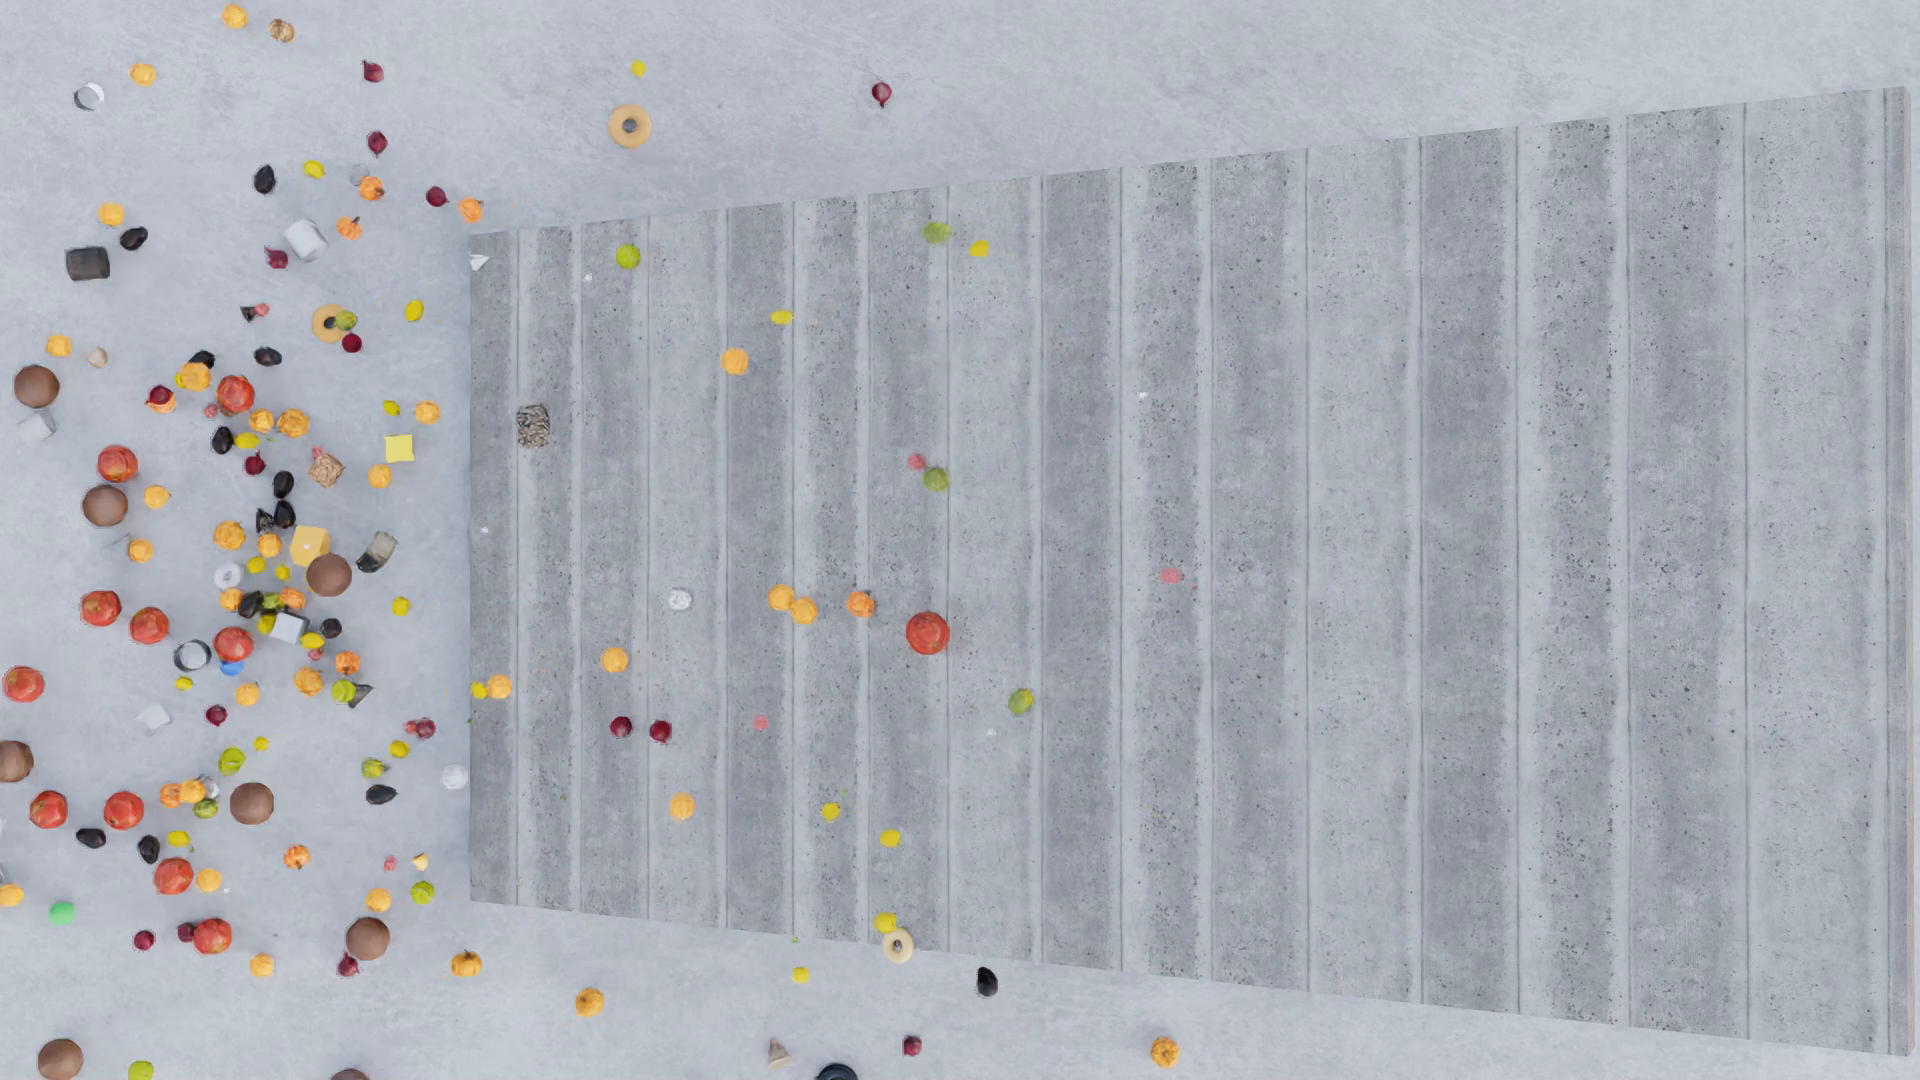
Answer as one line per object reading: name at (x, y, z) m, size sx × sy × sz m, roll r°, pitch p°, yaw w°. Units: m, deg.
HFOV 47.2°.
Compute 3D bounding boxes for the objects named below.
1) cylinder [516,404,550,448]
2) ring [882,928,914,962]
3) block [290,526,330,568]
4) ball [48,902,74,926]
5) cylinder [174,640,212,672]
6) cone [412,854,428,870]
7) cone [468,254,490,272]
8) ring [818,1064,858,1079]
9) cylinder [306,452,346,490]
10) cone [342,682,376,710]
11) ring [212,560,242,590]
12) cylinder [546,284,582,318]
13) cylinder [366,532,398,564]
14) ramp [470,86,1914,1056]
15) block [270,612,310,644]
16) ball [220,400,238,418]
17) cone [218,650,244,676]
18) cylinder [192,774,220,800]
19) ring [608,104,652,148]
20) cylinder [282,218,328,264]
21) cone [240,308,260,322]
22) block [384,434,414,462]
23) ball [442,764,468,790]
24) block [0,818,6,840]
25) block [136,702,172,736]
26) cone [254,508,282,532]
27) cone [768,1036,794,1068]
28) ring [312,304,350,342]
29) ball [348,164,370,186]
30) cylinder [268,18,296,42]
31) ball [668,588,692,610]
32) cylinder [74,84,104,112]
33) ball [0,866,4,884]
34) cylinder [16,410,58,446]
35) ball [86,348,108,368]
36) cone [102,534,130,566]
cylinder at (-1.235, -0.329, 6.363) m, size 0.093 × 0.093 × 0.093 m, roll -12°, pitch 50°, yaw 0°
ring at (-0.163, 1.066, 5.785) m, size 0.094 × 0.031 × 0.094 m, roll 0°, pitch 91°, yaw 32°
block at (-1.959, 0.020, 6.632) m, size 0.087 × 0.087 × 0.087 m, roll 7°, pitch 56°, yaw 0°
ball at (-2.716, 1.130, 6.647) m, size 0.070 × 0.070 × 0.070 m, roll 0°, pitch 89°, yaw 0°
cylinder at (-2.312, 0.349, 6.622) m, size 0.088 × 0.088 × 0.088 m, roll 10°, pitch 74°, yaw -35°
cone at (-1.640, 0.968, 6.636) m, size 0.050 × 0.050 × 0.050 m, roll -6°, pitch 74°, yaw 23°
cone at (-1.428, -0.839, 6.570) m, size 0.057 × 0.057 × 0.057 m, roll -18°, pitch 89°, yaw 7°
ring at (-0.370, 1.650, 6.656) m, size 0.131 × 0.044 × 0.131 m, roll 0°, pitch 90°, yaw 1°
cylinder at (-1.915, -0.209, 6.643) m, size 0.082 × 0.082 × 0.082 m, roll 37°, pitch 90°, yaw 0°
cone at (-1.806, 0.456, 6.643) m, size 0.086 × 0.086 × 0.086 m, roll -19°, pitch 89°, yaw 2°
ring at (-2.203, 0.106, 6.617) m, size 0.031 × 0.094 × 0.094 m, roll 34°, pitch 89°, yaw 37°
cylinder at (-1.145, -0.698, 6.411) m, size 0.096 × 0.096 × 0.096 m, roll 0°, pitch 94°, yaw 5°
cylinder at (-1.734, 0.022, 6.596) m, size 0.069 × 0.069 × 0.069 m, roll 26°, pitch 65°, yaw 0°
ramp at (0.265, 0.073, 5.611) m, size 4.000 × 0.100 × 2.000 m, roll 0°, pitch 89°, yaw 31°
block at (-2.024, 0.265, 6.651) m, size 0.077 × 0.077 × 0.077 m, roll 20°, pitch 90°, yaw 0°
ball at (-2.216, -0.398, 6.668) m, size 0.056 × 0.056 × 0.056 m, roll 0°, pitch 89°, yaw 0°
cone at (-2.216, 0.375, 6.650) m, size 0.077 × 0.077 × 0.077 m, roll 0°, pitch 89°, yaw 0°
cylinder at (-2.281, 0.749, 6.655) m, size 0.060 × 0.060 × 0.060 m, roll 19°, pitch 90°, yaw 1°
ring at (-1.003, -1.257, 6.679) m, size 0.134 × 0.045 × 0.134 m, roll 0°, pitch 95°, yaw -5°
cylinder at (-1.979, -0.905, 6.652) m, size 0.097 × 0.097 × 0.097 m, roll -37°, pitch 89°, yaw 0°
cone at (-2.150, -0.696, 6.687) m, size 0.053 × 0.053 × 0.053 m, roll -33°, pitch 90°, yaw -27°
block at (-1.694, -0.278, 6.641) m, size 0.077 × 0.077 × 0.077 m, roll -5°, pitch 96°, yaw -13°
ball at (-1.510, 0.708, 6.580) m, size 0.075 × 0.075 × 0.075 m, roll 0°, pitch 89°, yaw 0°
block at (-2.955, 0.880, 6.638) m, size 0.093 × 0.093 × 0.093 m, roll 14°, pitch 89°, yaw 0°
block at (-2.433, 0.540, 6.631) m, size 0.066 × 0.066 × 0.066 m, roll 52°, pitch 53°, yaw -4°
cone at (-2.094, -0.055, 6.676) m, size 0.076 × 0.076 × 0.076 m, roll 7°, pitch 89°, yaw -27°
cone at (-0.554, 1.541, 6.658) m, size 0.087 × 0.087 × 0.087 m, roll -21°, pitch 63°, yaw 0°
ring at (-1.912, -0.659, 6.679) m, size 0.117 × 0.039 × 0.117 m, roll 0°, pitch 90°, yaw -1°
ball at (-1.821, -1.104, 6.669) m, size 0.066 × 0.066 × 0.066 m, roll 0°, pitch 89°, yaw 0°
cylinder at (-2.056, -1.544, 6.669) m, size 0.063 × 0.063 × 0.063 m, roll 0°, pitch 94°, yaw 5°
ball at (-0.784, 0.167, 6.152) m, size 0.063 × 0.063 × 0.063 m, roll 0°, pitch 89°, yaw 0°
cylinder at (-2.632, -1.338, 6.646) m, size 0.070 × 0.070 × 0.070 m, roll -1°, pitch 114°, yaw -2°
ball at (-2.934, 1.011, 6.639) m, size 0.089 × 0.089 × 0.089 m, roll 0°, pitch 89°, yaw 0°
cylinder at (-2.794, -0.339, 6.654) m, size 0.082 × 0.082 × 0.082 m, roll -31°, pitch 90°, yaw 0°
ball at (-2.614, -0.554, 6.666) m, size 0.062 × 0.062 × 0.062 m, roll 0°, pitch 89°, yaw 0°
cone at (-2.538, 0.015, 6.671) m, size 0.092 × 0.092 × 0.092 m, roll 19°, pitch 61°, yaw 0°
